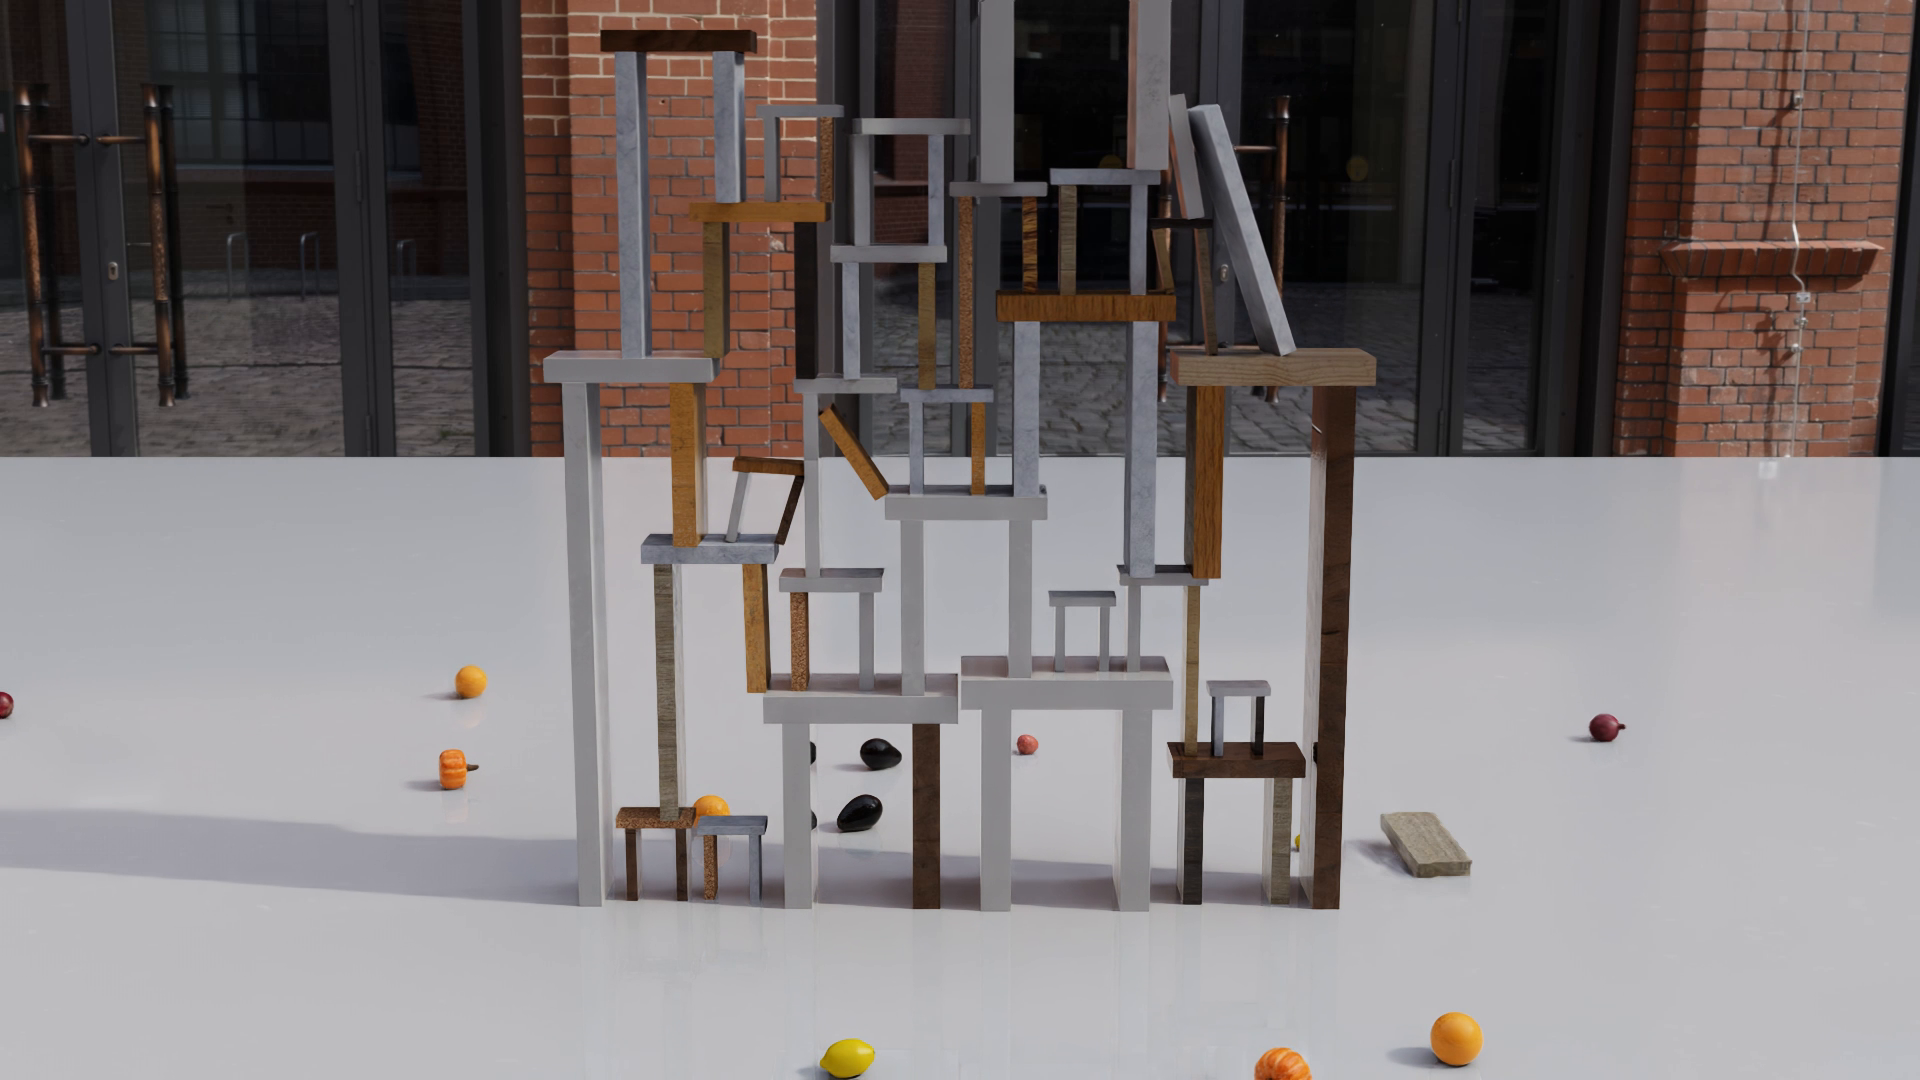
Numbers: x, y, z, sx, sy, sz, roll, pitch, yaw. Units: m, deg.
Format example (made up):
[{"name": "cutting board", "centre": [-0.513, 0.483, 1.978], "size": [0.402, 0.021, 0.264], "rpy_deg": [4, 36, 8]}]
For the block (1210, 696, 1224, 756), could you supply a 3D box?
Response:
[{"name": "block", "centre": [0.423, 0.299, 3.611], "size": [0.014, 0.100, 0.050], "rpy_deg": [0, 11, 0]}]

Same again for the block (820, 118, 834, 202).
[{"name": "block", "centre": [-0.208, -0.597, 3.451], "size": [0.018, 0.130, 0.065], "rpy_deg": [0, 11, -1]}]

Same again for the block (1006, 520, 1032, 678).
[{"name": "block", "centre": [0.096, 0.083, 3.571], "size": [0.036, 0.257, 0.129], "rpy_deg": [0, 10, 0]}]

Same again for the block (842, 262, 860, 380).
[{"name": "block", "centre": [-0.172, -0.351, 3.488], "size": [0.026, 0.182, 0.091], "rpy_deg": [0, 11, -2]}]

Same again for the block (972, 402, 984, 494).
[{"name": "block", "centre": [0.029, -0.152, 3.529], "size": [0.021, 0.148, 0.074], "rpy_deg": [0, 11, 0]}]

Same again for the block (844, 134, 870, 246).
[{"name": "block", "centre": [-0.161, -0.550, 3.451], "size": [0.024, 0.171, 0.085], "rpy_deg": [-2, 11, -13]}]

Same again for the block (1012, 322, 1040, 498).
[{"name": "block", "centre": [0.105, -0.217, 3.520], "size": [0.039, 0.278, 0.139], "rpy_deg": [0, 11, 0]}]

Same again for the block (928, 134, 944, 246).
[{"name": "block", "centre": [-0.038, -0.551, 3.456], "size": [0.024, 0.171, 0.085], "rpy_deg": [0, 11, -1]}]

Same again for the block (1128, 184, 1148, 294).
[{"name": "block", "centre": [0.281, -0.476, 3.471], "size": [0.024, 0.170, 0.085], "rpy_deg": [0, 11, 2]}]

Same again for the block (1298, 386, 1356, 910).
[{"name": "block", "centre": [0.598, 0.167, 3.591], "size": [0.044, 0.860, 0.154], "rpy_deg": [0, 11, 0]}]

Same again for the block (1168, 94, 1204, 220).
[{"name": "block", "centre": [0.350, -0.601, 3.445], "size": [0.027, 0.191, 0.095], "rpy_deg": [-10, 10, 2]}]

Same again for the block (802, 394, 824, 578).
[{"name": "block", "centre": [-0.236, -0.093, 3.536], "size": [0.023, 0.298, 0.081], "rpy_deg": [0, 11, 0]}]

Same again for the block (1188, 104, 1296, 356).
[{"name": "block", "centre": [0.440, -0.485, 3.452], "size": [0.027, 0.402, 0.095], "rpy_deg": [-22, 14, -8]}]

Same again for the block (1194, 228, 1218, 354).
[{"name": "block", "centre": [0.390, -0.396, 3.490], "size": [0.014, 0.197, 0.051], "rpy_deg": [-6, 10, 1]}]

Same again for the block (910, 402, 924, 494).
[{"name": "block", "centre": [-0.070, -0.152, 3.530], "size": [0.021, 0.148, 0.074], "rpy_deg": [0, 11, 0]}]

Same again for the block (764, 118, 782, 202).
[{"name": "block", "centre": [-0.294, -0.597, 3.452], "size": [0.018, 0.131, 0.065], "rpy_deg": [0, 11, 2]}]

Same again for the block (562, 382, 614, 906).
[{"name": "block", "centre": [-0.606, 0.165, 3.593], "size": [0.037, 0.863, 0.131], "rpy_deg": [0, 11, 0]}]

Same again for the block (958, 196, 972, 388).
[{"name": "block", "centre": [0.009, -0.394, 3.490], "size": [0.022, 0.301, 0.076], "rpy_deg": [0, 11, 0]}]

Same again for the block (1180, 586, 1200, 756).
[{"name": "block", "centre": [0.377, 0.207, 3.602], "size": [0.020, 0.285, 0.072], "rpy_deg": [0, 11, 0]}]

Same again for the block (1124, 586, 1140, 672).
[{"name": "block", "centre": [0.281, 0.138, 3.589], "size": [0.020, 0.144, 0.072], "rpy_deg": [0, 11, 0]}]

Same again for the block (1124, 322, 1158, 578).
[{"name": "block", "centre": [0.290, -0.153, 3.533], "size": [0.039, 0.408, 0.139], "rpy_deg": [0, 11, 0]}]

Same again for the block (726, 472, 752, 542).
[{"name": "block", "centre": [-0.356, -0.058, 3.552], "size": [0.016, 0.115, 0.058], "rpy_deg": [12, 11, 1]}]

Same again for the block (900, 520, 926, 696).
[{"name": "block", "centre": [-0.076, 0.098, 3.574], "size": [0.036, 0.287, 0.129], "rpy_deg": [0, 11, 0]}]

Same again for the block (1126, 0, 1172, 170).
[{"name": "block", "centre": [0.293, -0.758, 3.417], "size": [0.050, 0.356, 0.178], "rpy_deg": [0, 11, 0]}]

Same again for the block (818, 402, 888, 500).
[{"name": "block", "centre": [-0.170, -0.143, 3.534], "size": [0.023, 0.163, 0.081], "rpy_deg": [-33, 9, 6]}]

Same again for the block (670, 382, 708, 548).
[{"name": "block", "centre": [-0.435, -0.130, 3.539], "size": [0.037, 0.263, 0.131], "rpy_deg": [0, 11, 2]}]

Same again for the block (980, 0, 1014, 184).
[{"name": "block", "centre": [0.058, -0.748, 3.418], "size": [0.050, 0.377, 0.178], "rpy_deg": [0, 11, 1]}]

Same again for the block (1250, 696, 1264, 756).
[{"name": "block", "centre": [0.489, 0.299, 3.613], "size": [0.014, 0.100, 0.050], "rpy_deg": [0, 11, -1]}]

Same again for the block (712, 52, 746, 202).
[{"name": "block", "centre": [-0.359, -0.644, 3.435], "size": [0.032, 0.229, 0.114], "rpy_deg": [0, 11, 2]}]

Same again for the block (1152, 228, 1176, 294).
[{"name": "block", "centre": [0.322, -0.443, 3.482], "size": [0.014, 0.102, 0.051], "rpy_deg": [-12, 10, 2]}]

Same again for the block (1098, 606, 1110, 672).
[{"name": "block", "centre": [0.234, 0.156, 3.589], "size": [0.015, 0.108, 0.054], "rpy_deg": [0, 11, 0]}]

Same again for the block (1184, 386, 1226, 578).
[{"name": "block", "centre": [0.392, -0.104, 3.541], "size": [0.044, 0.308, 0.154], "rpy_deg": [0, 11, 0]}]

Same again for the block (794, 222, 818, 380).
[{"name": "block", "centre": [-0.243, -0.383, 3.488], "size": [0.030, 0.244, 0.106], "rpy_deg": [0, 11, 0]}]

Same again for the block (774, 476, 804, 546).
[{"name": "block", "centre": [-0.273, -0.052, 3.553], "size": [0.016, 0.115, 0.058], "rpy_deg": [18, 10, -3]}]

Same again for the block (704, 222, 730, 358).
[{"name": "block", "centre": [-0.386, -0.400, 3.491], "size": [0.030, 0.212, 0.106], "rpy_deg": [1, 11, 0]}]

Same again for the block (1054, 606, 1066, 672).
[{"name": "block", "centre": [0.162, 0.156, 3.589], "size": [0.015, 0.108, 0.054], "rpy_deg": [0, 11, 0]}]

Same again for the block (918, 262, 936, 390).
[{"name": "block", "centre": [-0.051, -0.344, 3.498], "size": [0.026, 0.199, 0.091], "rpy_deg": [0, 11, 1]}]

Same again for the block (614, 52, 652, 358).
[{"name": "block", "centre": [-0.513, -0.526, 3.459], "size": [0.032, 0.470, 0.114], "rpy_deg": [0, 11, 0]}]

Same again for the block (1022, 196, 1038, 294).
[{"name": "block", "centre": [0.110, -0.467, 3.476], "size": [0.022, 0.152, 0.076], "rpy_deg": [-1, 11, 0]}]

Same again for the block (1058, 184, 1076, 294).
[{"name": "block", "centre": [0.169, -0.475, 3.471], "size": [0.024, 0.170, 0.085], "rpy_deg": [0, 11, 0]}]
